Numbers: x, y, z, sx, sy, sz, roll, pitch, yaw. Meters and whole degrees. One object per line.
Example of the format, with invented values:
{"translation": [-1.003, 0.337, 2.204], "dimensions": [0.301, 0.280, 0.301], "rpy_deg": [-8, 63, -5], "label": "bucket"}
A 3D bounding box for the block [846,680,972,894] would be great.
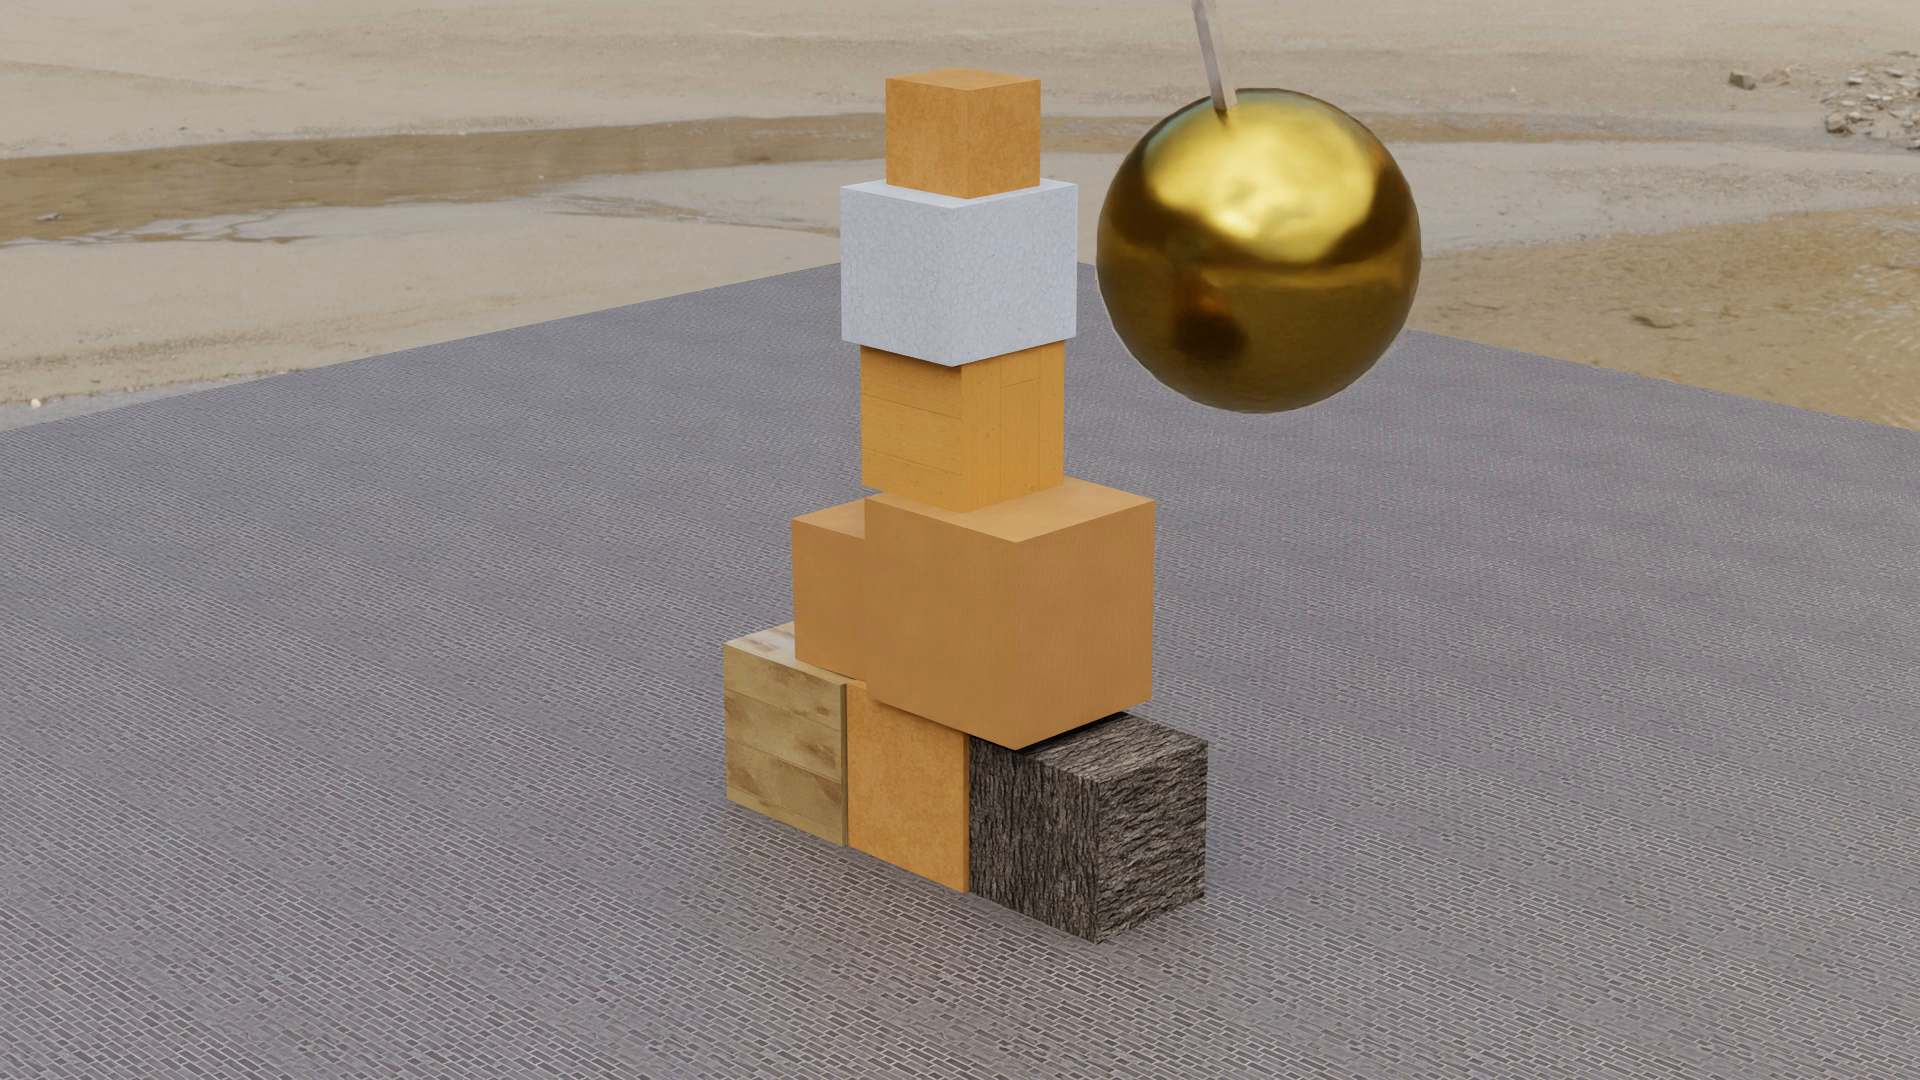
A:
{"translation": [0.012, 1.048, 13.651], "dimensions": [0.754, 0.815, 0.761], "rpy_deg": [-17, 24, -42], "label": "block"}

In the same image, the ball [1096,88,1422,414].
{"translation": [1.467, -1.419, 14.433], "dimensions": [1.600, 1.600, 1.600], "rpy_deg": [0, 17, 0], "label": "ball"}

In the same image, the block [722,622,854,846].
{"translation": [-0.550, 0.879, 14.203], "dimensions": [0.838, 0.807, 0.829], "rpy_deg": [-17, 24, -42], "label": "block"}

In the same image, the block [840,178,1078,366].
{"translation": [-0.004, -1.226, 12.953], "dimensions": [0.782, 0.686, 0.694], "rpy_deg": [-17, 24, -42], "label": "block"}

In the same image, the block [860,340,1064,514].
{"translation": [0.011, -0.577, 13.172], "dimensions": [0.651, 0.683, 0.637], "rpy_deg": [-17, 24, -42], "label": "block"}

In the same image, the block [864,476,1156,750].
{"translation": [0.222, 0.268, 13.198], "dimensions": [0.891, 0.945, 0.941], "rpy_deg": [-17, 24, -42], "label": "block"}

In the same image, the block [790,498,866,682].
{"translation": [-0.336, 0.222, 13.775], "dimensions": [0.656, 0.692, 0.611], "rpy_deg": [-17, 23, -42], "label": "block"}

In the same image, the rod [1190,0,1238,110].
{"translation": [0.636, -4.214, 12.684], "dimensions": [0.080, 5.200, 0.080], "rpy_deg": [17, 44, 42], "label": "rod"}

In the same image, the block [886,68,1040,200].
{"translation": [0.013, -1.780, 12.796], "dimensions": [0.450, 0.466, 0.503], "rpy_deg": [-17, 24, -42], "label": "block"}

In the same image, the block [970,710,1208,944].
{"translation": [0.572, 1.241, 13.137], "dimensions": [0.712, 0.755, 0.785], "rpy_deg": [-17, 24, -42], "label": "block"}
